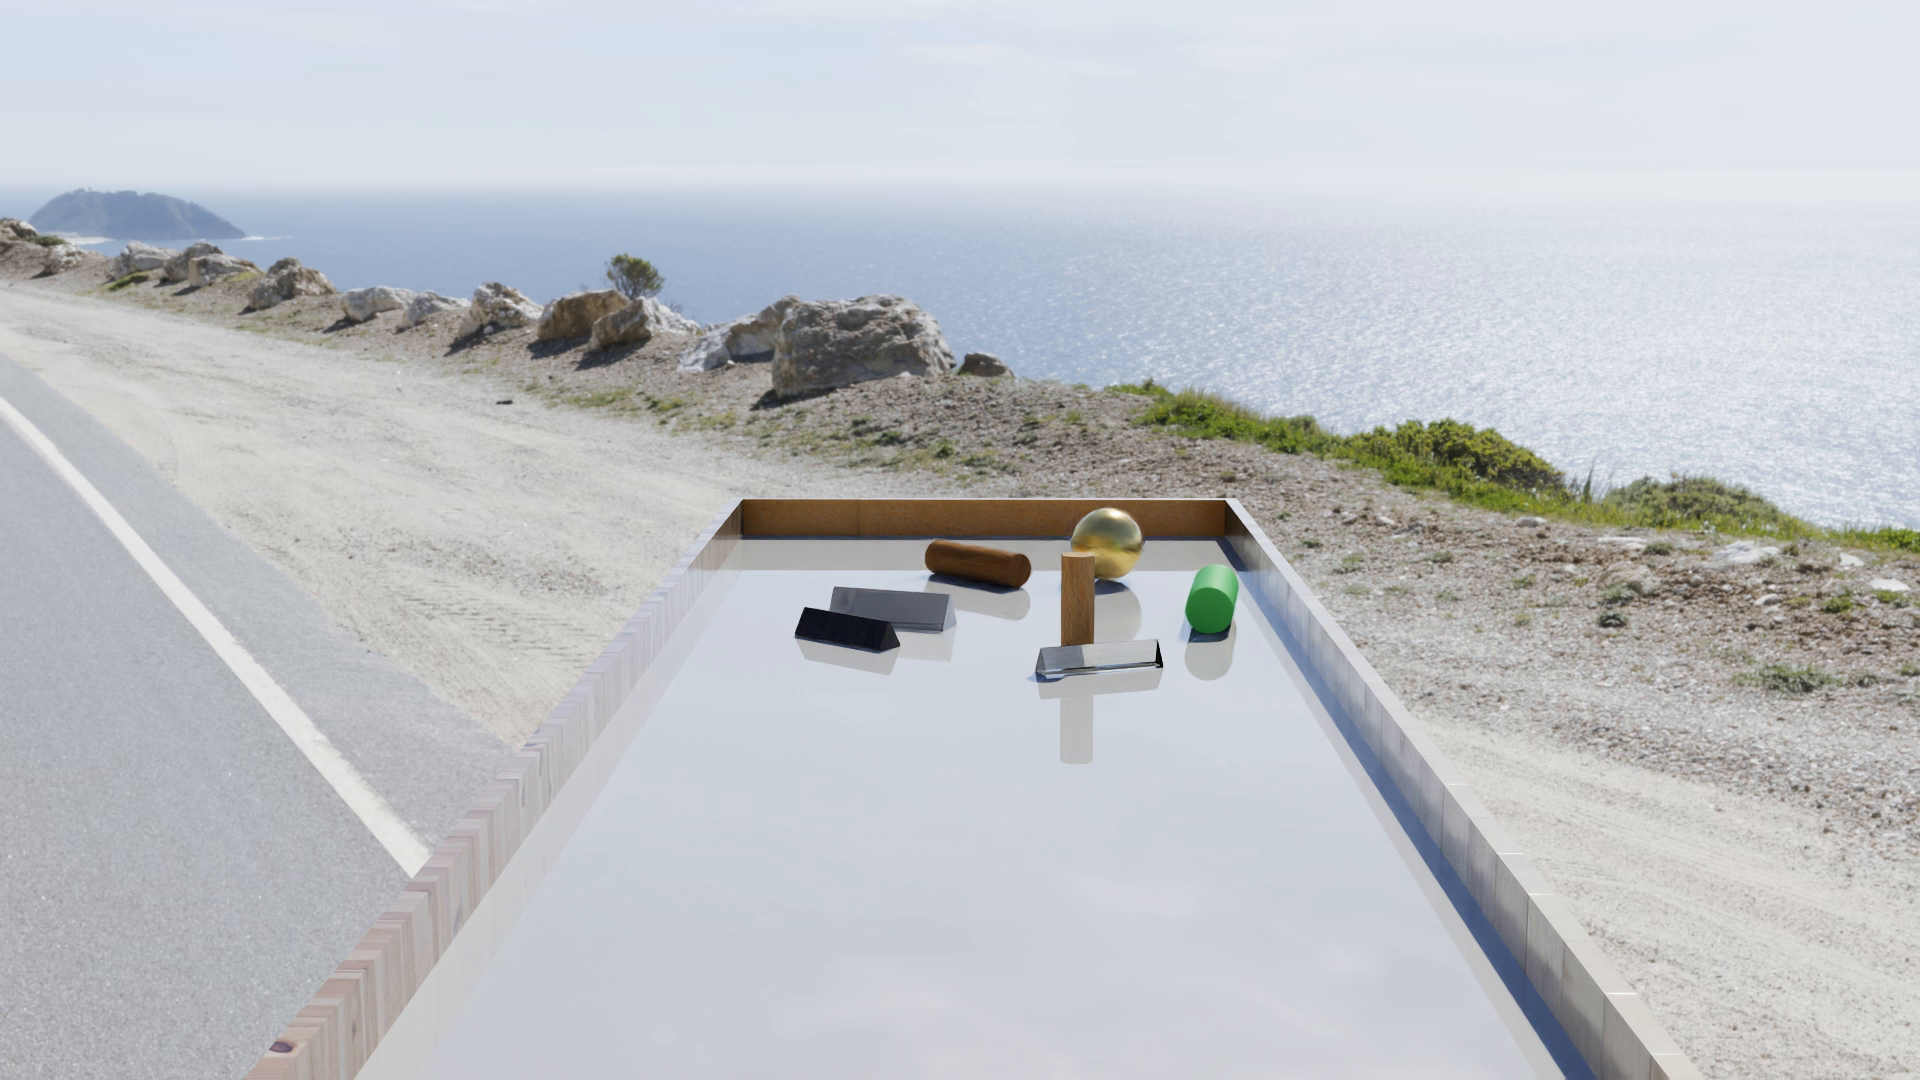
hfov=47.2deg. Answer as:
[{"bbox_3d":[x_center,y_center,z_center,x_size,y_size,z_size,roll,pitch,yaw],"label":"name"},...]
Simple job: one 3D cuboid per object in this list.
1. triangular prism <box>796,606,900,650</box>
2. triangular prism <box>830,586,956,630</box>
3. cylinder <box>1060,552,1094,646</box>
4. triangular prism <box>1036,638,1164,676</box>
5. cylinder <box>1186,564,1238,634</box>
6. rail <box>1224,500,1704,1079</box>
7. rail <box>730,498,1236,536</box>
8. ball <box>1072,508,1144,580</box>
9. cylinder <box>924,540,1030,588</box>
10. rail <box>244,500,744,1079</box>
[{"bbox_3d":[-0.360,0.276,6.982,0.373,0.085,0.098,8,12,41],"label":"triangular prism"},{"bbox_3d":[-0.226,0.219,7.253,0.411,0.111,0.128,3,9,20],"label":"triangular prism"},{"bbox_3d":[0.359,0.202,6.704,0.102,0.322,0.102,0,9,0],"label":"cylinder"},{"bbox_3d":[0.417,0.346,6.569,0.380,0.077,0.088,-3,9,-20],"label":"triangular prism"},{"bbox_3d":[0.839,0.192,7.304,0.154,0.154,0.454,1,9,9],"label":"cylinder"},{"bbox_3d":[1.046,0.843,3.208,0.050,0.150,12.000,0,9,1],"label":"rail"},{"bbox_3d":[0.099,-0.098,9.147,2.100,0.150,0.050,0,9,1],"label":"rail"},{"bbox_3d":[0.539,0.017,8.056,0.265,0.265,0.265,0,9,0],"label":"ball"},{"bbox_3d":[0.063,0.087,8.072,0.123,0.123,0.433,-8,12,-43],"label":"cylinder"},{"bbox_3d":[-1.004,0.839,3.234,0.050,0.150,12.000,0,9,1],"label":"rail"}]
